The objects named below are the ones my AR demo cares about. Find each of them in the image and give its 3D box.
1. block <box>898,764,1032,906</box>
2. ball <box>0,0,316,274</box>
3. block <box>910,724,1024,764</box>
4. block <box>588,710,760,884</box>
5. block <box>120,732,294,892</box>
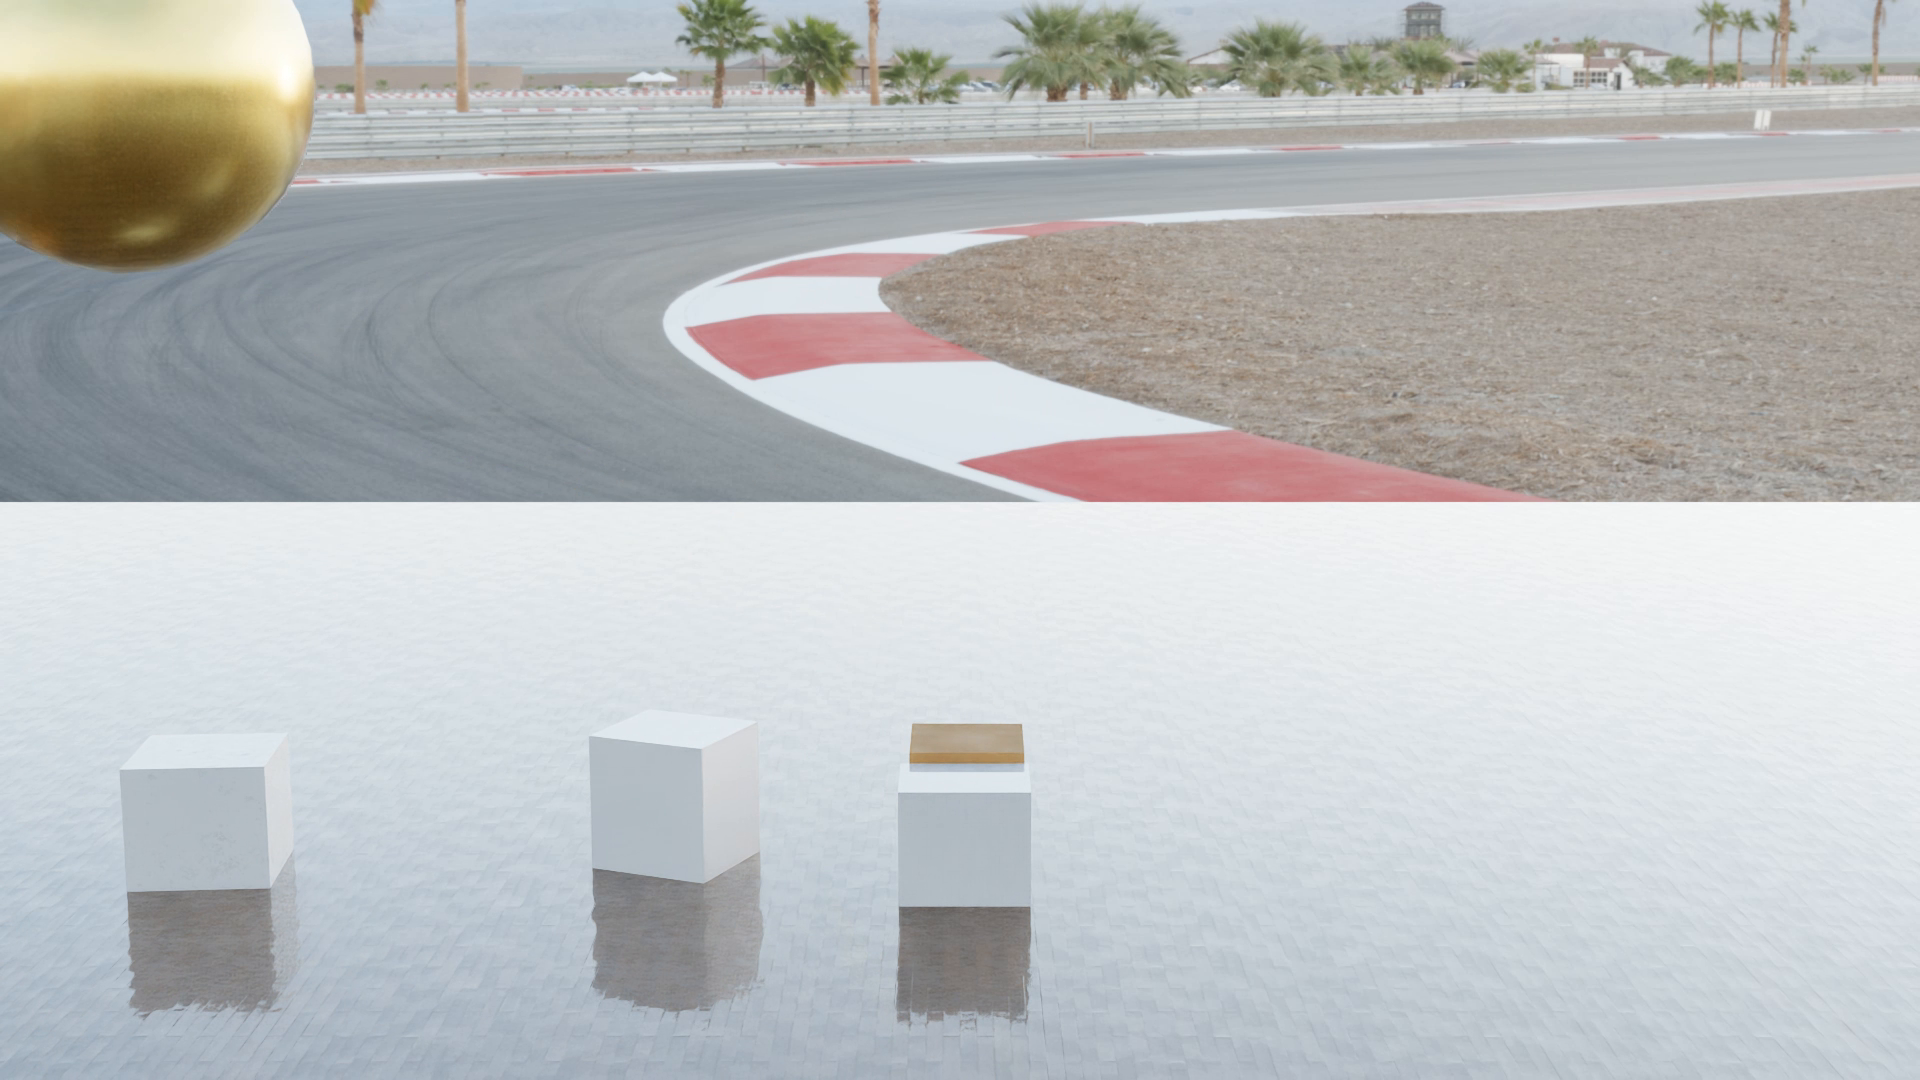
[{"bbox_3d":[0.019,1.276,11.140,0.565,0.504,0.467,0,10,0],"label":"block"},{"bbox_3d":[-3.544,-1.928,10.830,1.600,1.600,1.600,0,10,0],"label":"ball"},{"bbox_3d":[0.032,1.163,11.636,0.508,0.548,0.525,0,10,0],"label":"block"},{"bbox_3d":[-1.281,1.146,11.560,0.569,0.610,0.525,4,11,23],"label":"block"},{"bbox_3d":[-3.340,1.203,11.416,0.613,0.549,0.587,-1,10,-4],"label":"block"}]
